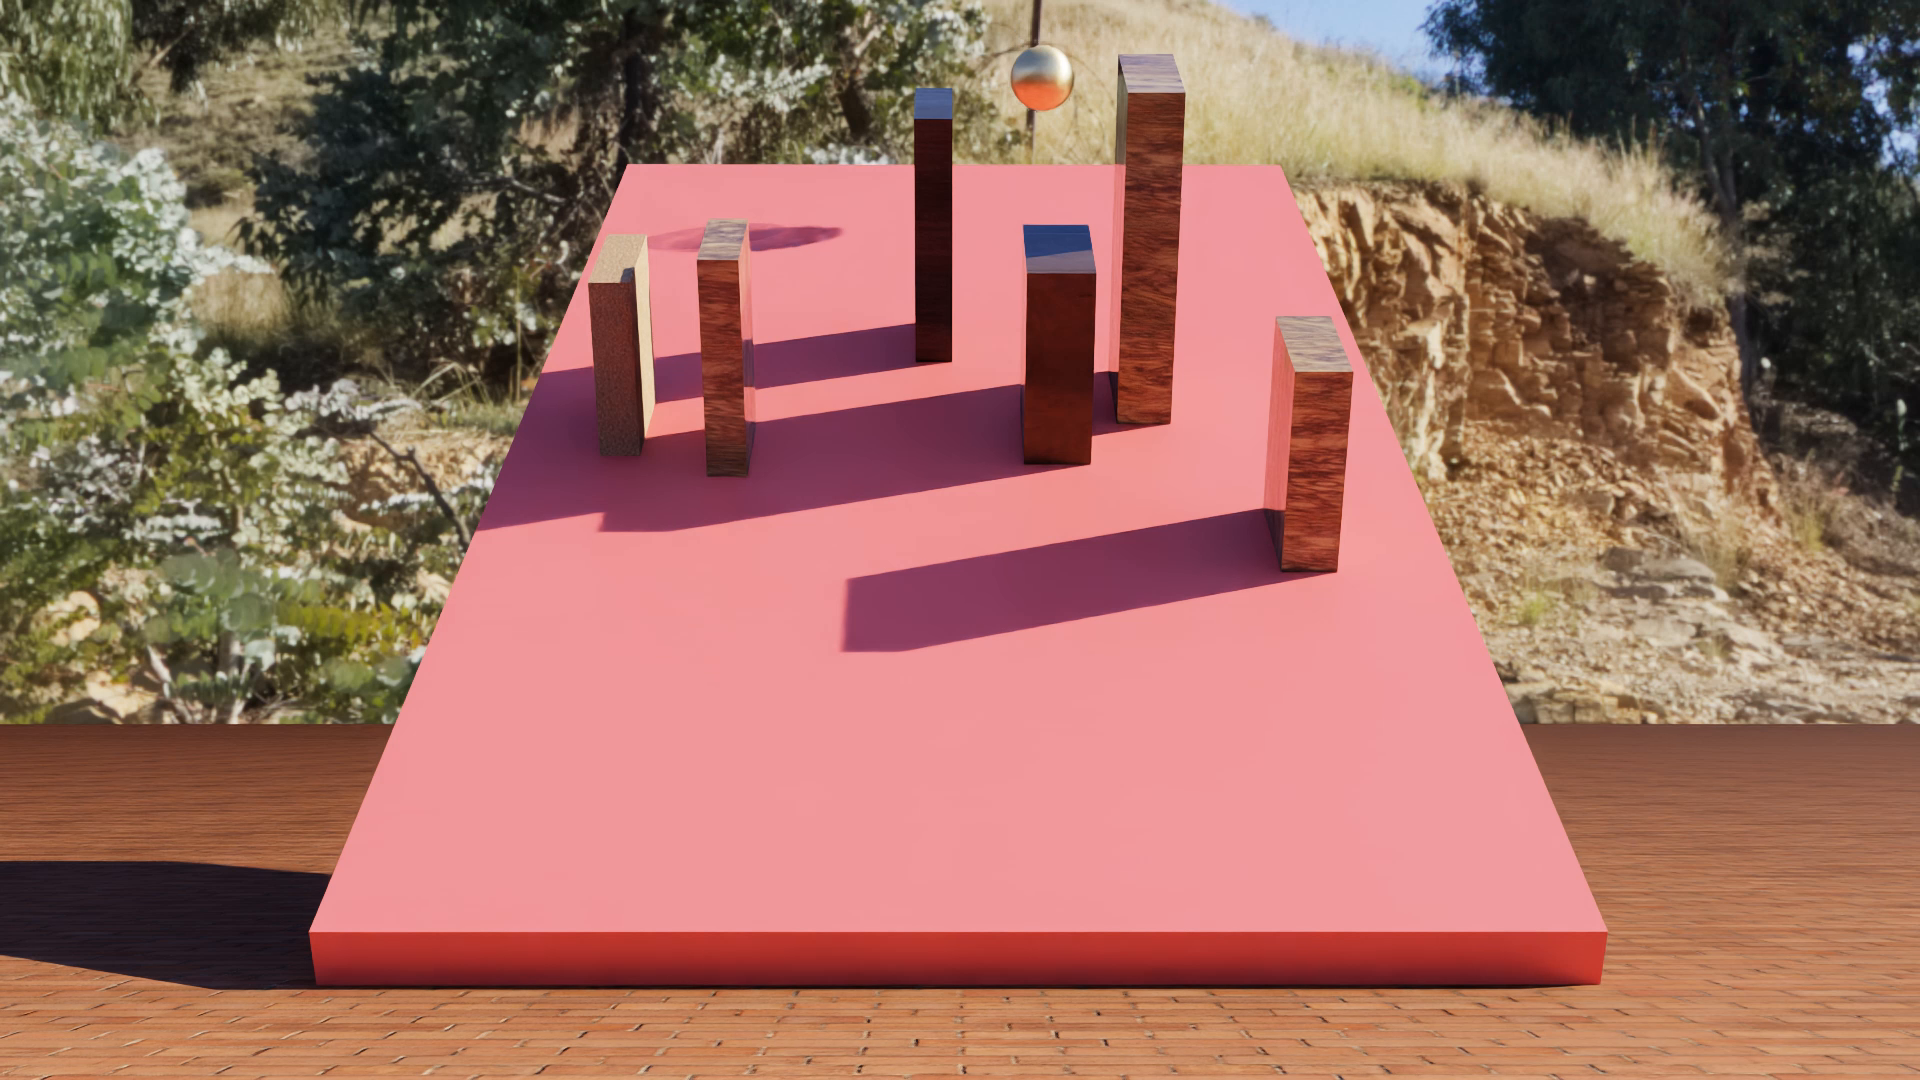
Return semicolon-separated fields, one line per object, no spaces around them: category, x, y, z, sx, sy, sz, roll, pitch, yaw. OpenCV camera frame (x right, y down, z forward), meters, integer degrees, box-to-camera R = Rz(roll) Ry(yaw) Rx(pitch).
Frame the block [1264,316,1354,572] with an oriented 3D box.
block;0.702;-0.197;4.776;0.113;0.434;0.304;0;26;0

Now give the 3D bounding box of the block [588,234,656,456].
block;-0.757;-0.442;5.301;0.089;0.407;0.324;0;26;0

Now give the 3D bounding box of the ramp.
ramp;-0.010;-0.229;5.447;2.000;0.100;4.000;0;26;0

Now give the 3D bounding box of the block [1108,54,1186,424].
block;0.422;-0.687;5.389;0.124;0.775;0.327;0;26;0

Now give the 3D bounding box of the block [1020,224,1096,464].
block;0.215;-0.438;5.255;0.148;0.446;0.326;0;26;0

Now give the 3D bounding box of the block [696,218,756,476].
block;-0.508;-0.422;5.158;0.087;0.498;0.274;0;26;0

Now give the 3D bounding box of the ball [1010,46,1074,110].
ball;0.234;-1.310;6.683;0.182;0.182;0.182;0;-4;0

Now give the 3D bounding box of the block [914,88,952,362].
block;-0.064;-0.767;5.743;0.090;0.607;0.271;0;26;0
